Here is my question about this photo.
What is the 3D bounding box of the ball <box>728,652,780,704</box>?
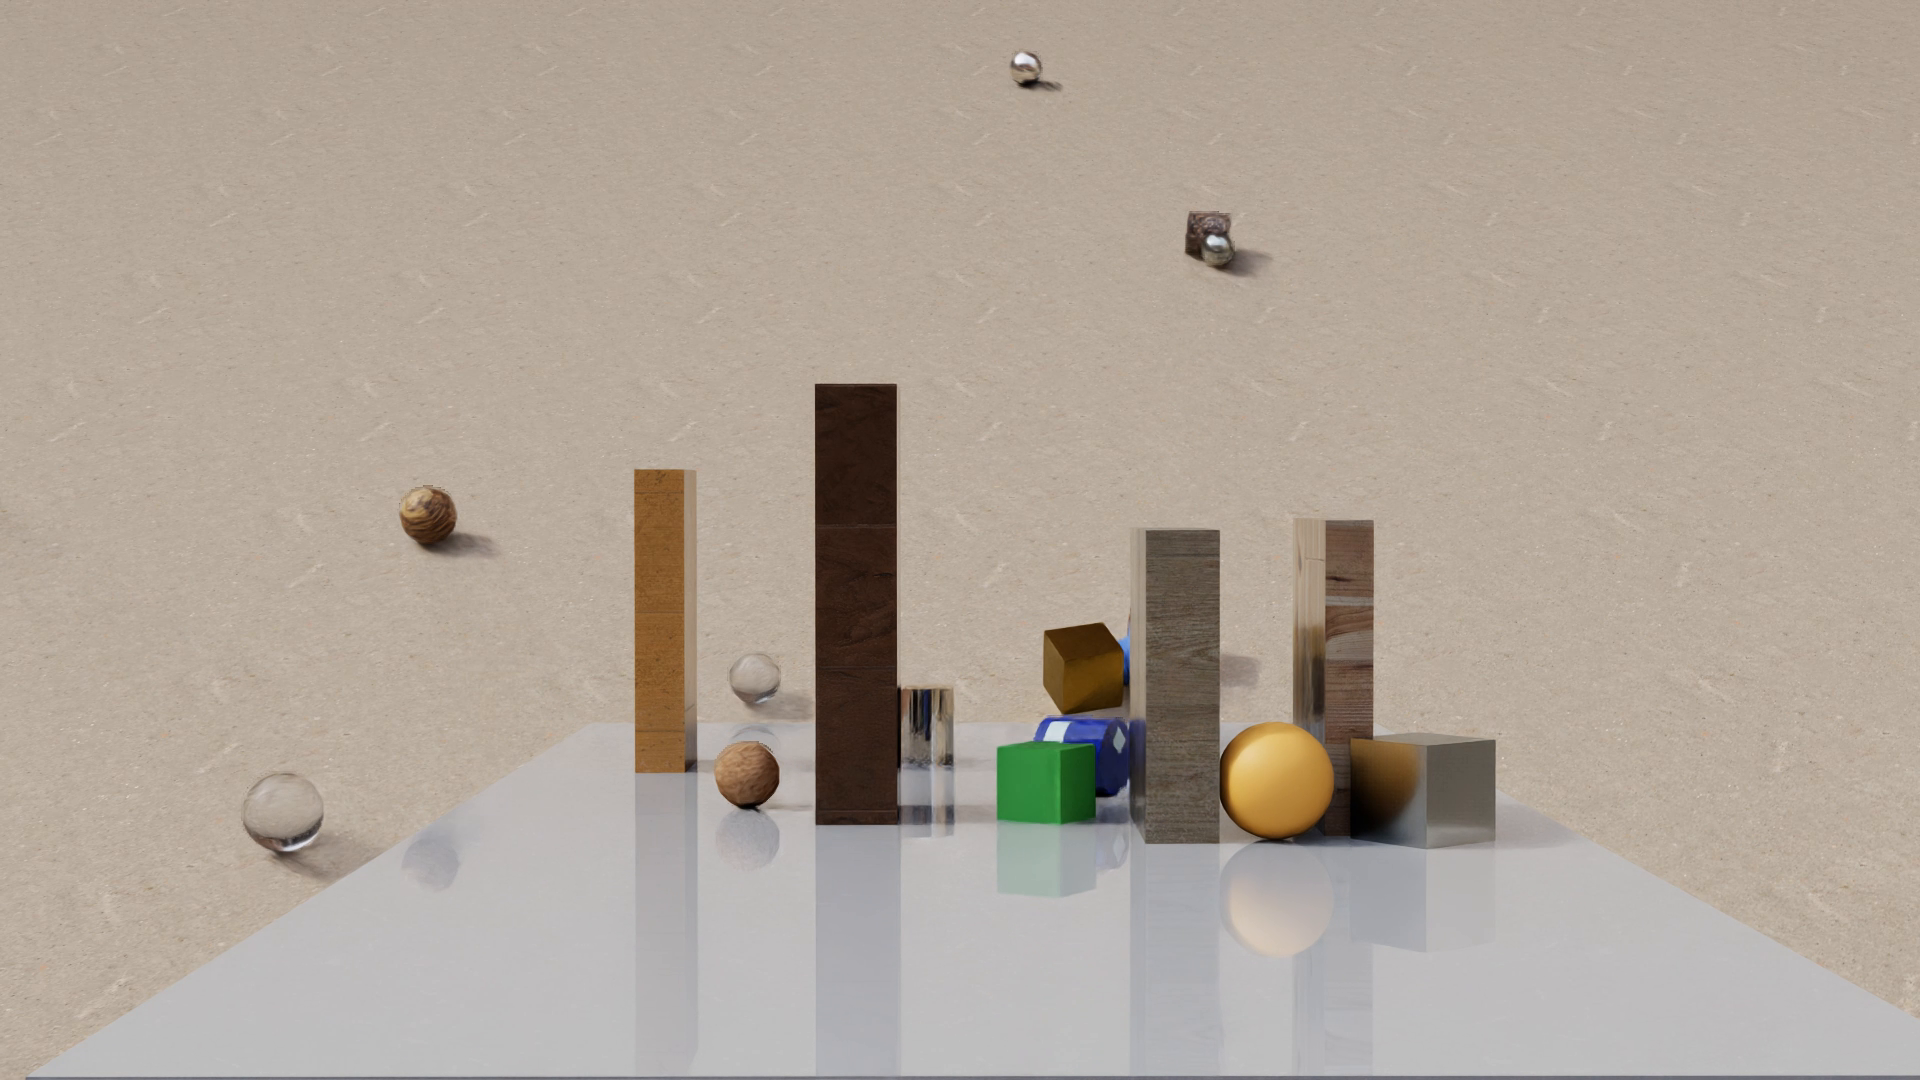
[{"bbox_3d":[-0.543,0.365,6.834,0.136,0.136,0.136,0,27,0],"label":"ball"}]

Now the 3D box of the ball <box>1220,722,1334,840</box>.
[{"bbox_3d":[0.532,0.406,4.360,0.199,0.199,0.199,0,27,0],"label":"ball"}]

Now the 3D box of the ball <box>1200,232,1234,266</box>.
[{"bbox_3d":[0.963,-1.089,9.672,0.124,0.124,0.124,0,27,0],"label":"ball"}]

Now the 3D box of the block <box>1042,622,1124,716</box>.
[{"bbox_3d":[0.326,0.340,6.848,0.167,0.167,0.167,-8,28,-15],"label":"block"}]

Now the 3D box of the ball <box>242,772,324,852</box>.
[{"bbox_3d":[-1.627,0.654,6.207,0.190,0.190,0.190,0,27,0],"label":"ball"}]

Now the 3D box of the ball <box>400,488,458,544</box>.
[{"bbox_3d":[-1.575,-0.071,7.654,0.166,0.166,0.166,0,27,0],"label":"ball"}]

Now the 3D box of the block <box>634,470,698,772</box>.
[{"bbox_3d":[-0.629,0.168,5.528,0.104,0.635,0.259,0,1,0],"label":"block"}]

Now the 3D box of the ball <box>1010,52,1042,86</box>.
[{"bbox_3d":[0.298,-2.143,11.729,0.150,0.150,0.150,0,27,0],"label":"ball"}]

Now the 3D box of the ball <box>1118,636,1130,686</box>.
[{"bbox_3d":[0.468,0.325,6.908,0.140,0.140,0.140,0,27,0],"label":"ball"}]

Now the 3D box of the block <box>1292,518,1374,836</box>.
[{"bbox_3d":[0.663,0.232,4.611,0.082,0.538,0.424,0,1,0],"label":"block"}]

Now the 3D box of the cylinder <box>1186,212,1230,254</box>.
[{"bbox_3d":[0.943,-1.162,9.800,0.153,0.153,0.153,5,27,9],"label":"cylinder"}]

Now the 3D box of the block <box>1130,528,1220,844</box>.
[{"bbox_3d":[0.371,0.242,4.492,0.123,0.523,0.384,0,1,0],"label":"block"}]

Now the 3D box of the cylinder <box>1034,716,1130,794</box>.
[{"bbox_3d":[0.239,0.420,5.040,0.146,0.146,0.146,0,24,29],"label":"cylinder"}]

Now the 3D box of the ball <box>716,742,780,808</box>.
[{"bbox_3d":[-0.396,0.438,4.807,0.120,0.120,0.120,0,27,0],"label":"ball"}]

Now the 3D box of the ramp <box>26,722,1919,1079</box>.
[{"bbox_3d":[0.061,0.552,4.588,2.000,0.100,4.000,0,1,0],"label":"ramp"}]

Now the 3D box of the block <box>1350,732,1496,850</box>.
[{"bbox_3d":[0.780,0.420,4.352,0.171,0.171,0.171,-1,1,-38],"label":"block"}]

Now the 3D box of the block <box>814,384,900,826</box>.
[{"bbox_3d":[-0.183,0.111,4.684,0.144,0.778,0.286,0,1,0],"label":"block"}]

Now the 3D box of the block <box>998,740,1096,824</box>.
[{"bbox_3d":[0.157,0.435,4.648,0.131,0.131,0.131,1,1,32],"label":"block"}]

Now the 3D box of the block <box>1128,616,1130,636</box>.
[{"bbox_3d":[0.548,0.252,7.026,0.162,0.162,0.162,5,28,10],"label":"block"}]

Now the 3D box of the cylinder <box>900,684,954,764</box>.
[{"bbox_3d":[-0.093,0.403,5.657,0.160,0.160,0.160,0,1,0],"label":"cylinder"}]
